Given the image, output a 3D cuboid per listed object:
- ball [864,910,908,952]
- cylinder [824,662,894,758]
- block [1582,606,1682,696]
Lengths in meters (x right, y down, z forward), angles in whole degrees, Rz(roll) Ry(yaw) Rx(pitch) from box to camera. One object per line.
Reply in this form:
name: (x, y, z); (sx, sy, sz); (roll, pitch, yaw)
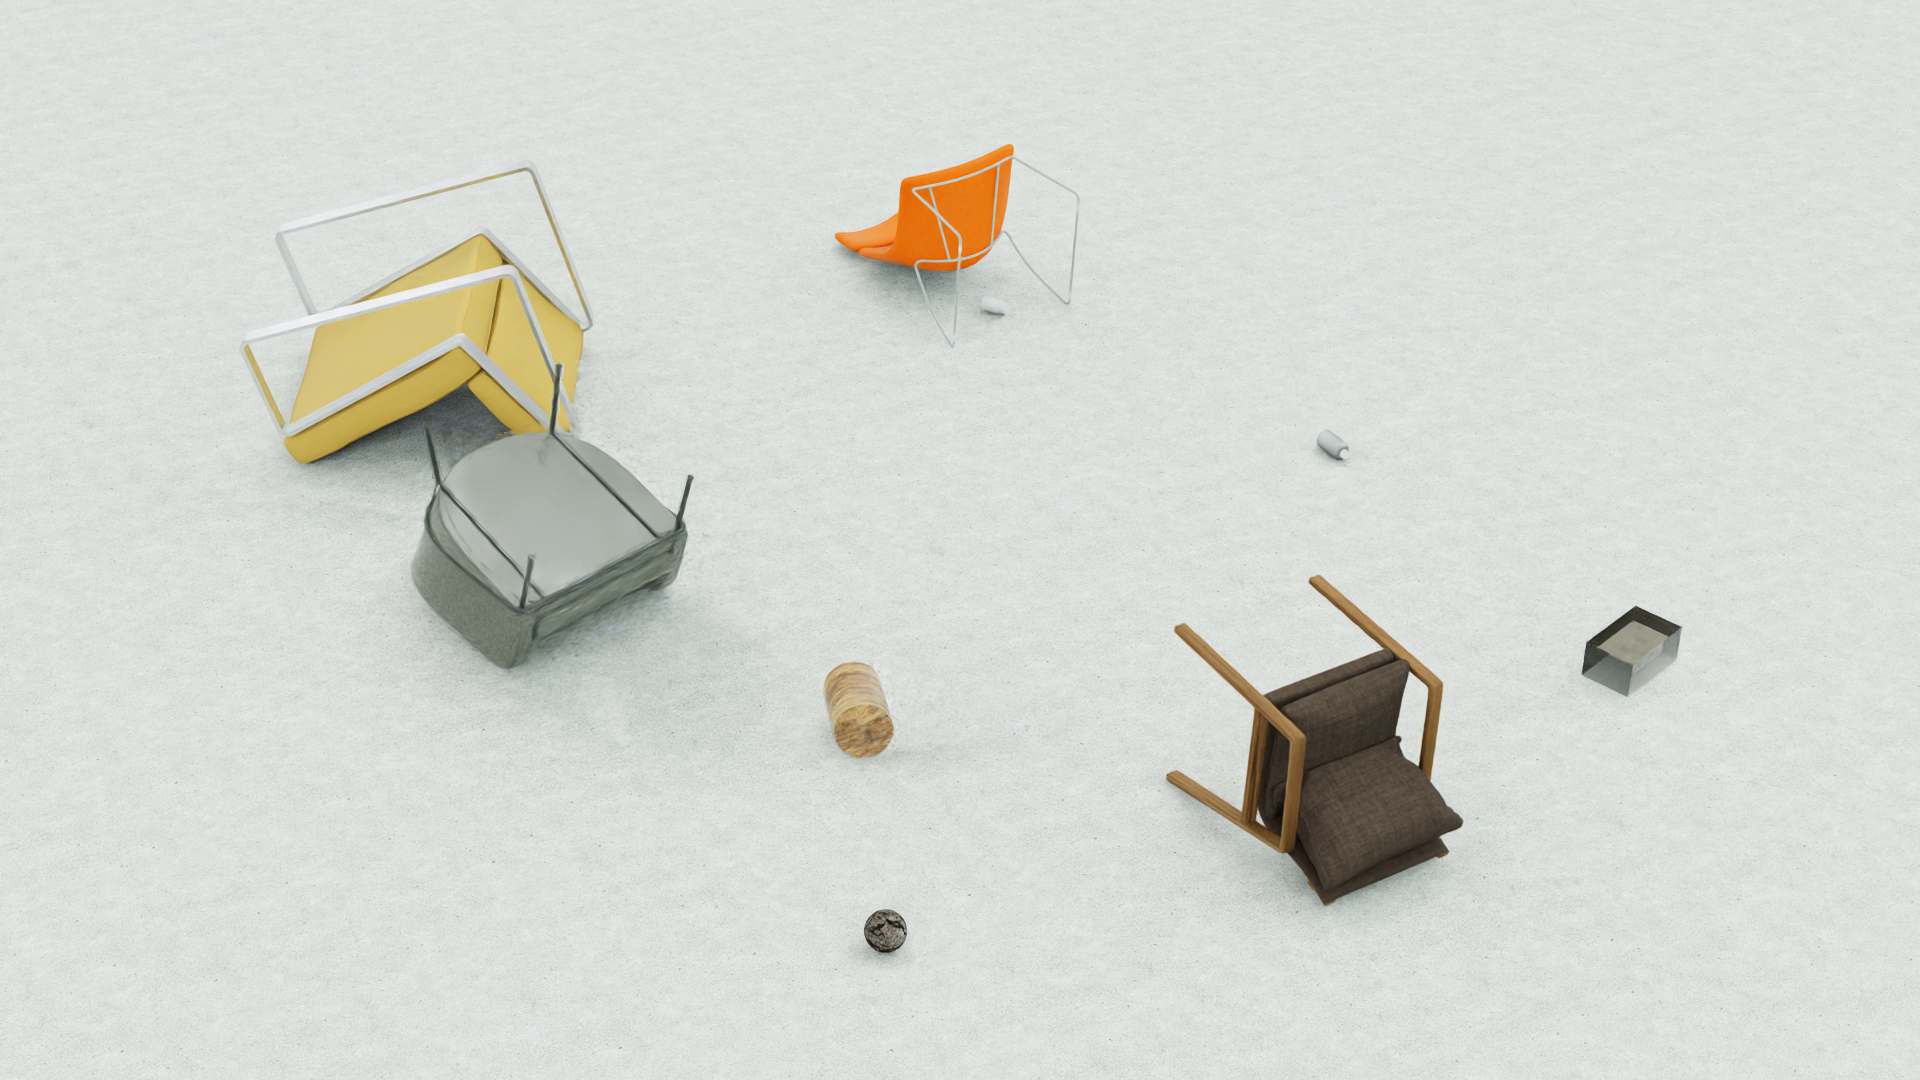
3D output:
ball: (-0.228, 1.200, 9.002); (0.133, 0.133, 0.133); (0, 33, 0)
cylinder: (-0.342, 0.570, 9.877); (0.197, 0.224, 0.249); (-20, 35, 1)
block: (2.344, 0.387, 10.229); (0.190, 0.140, 0.310); (28, 42, 35)
